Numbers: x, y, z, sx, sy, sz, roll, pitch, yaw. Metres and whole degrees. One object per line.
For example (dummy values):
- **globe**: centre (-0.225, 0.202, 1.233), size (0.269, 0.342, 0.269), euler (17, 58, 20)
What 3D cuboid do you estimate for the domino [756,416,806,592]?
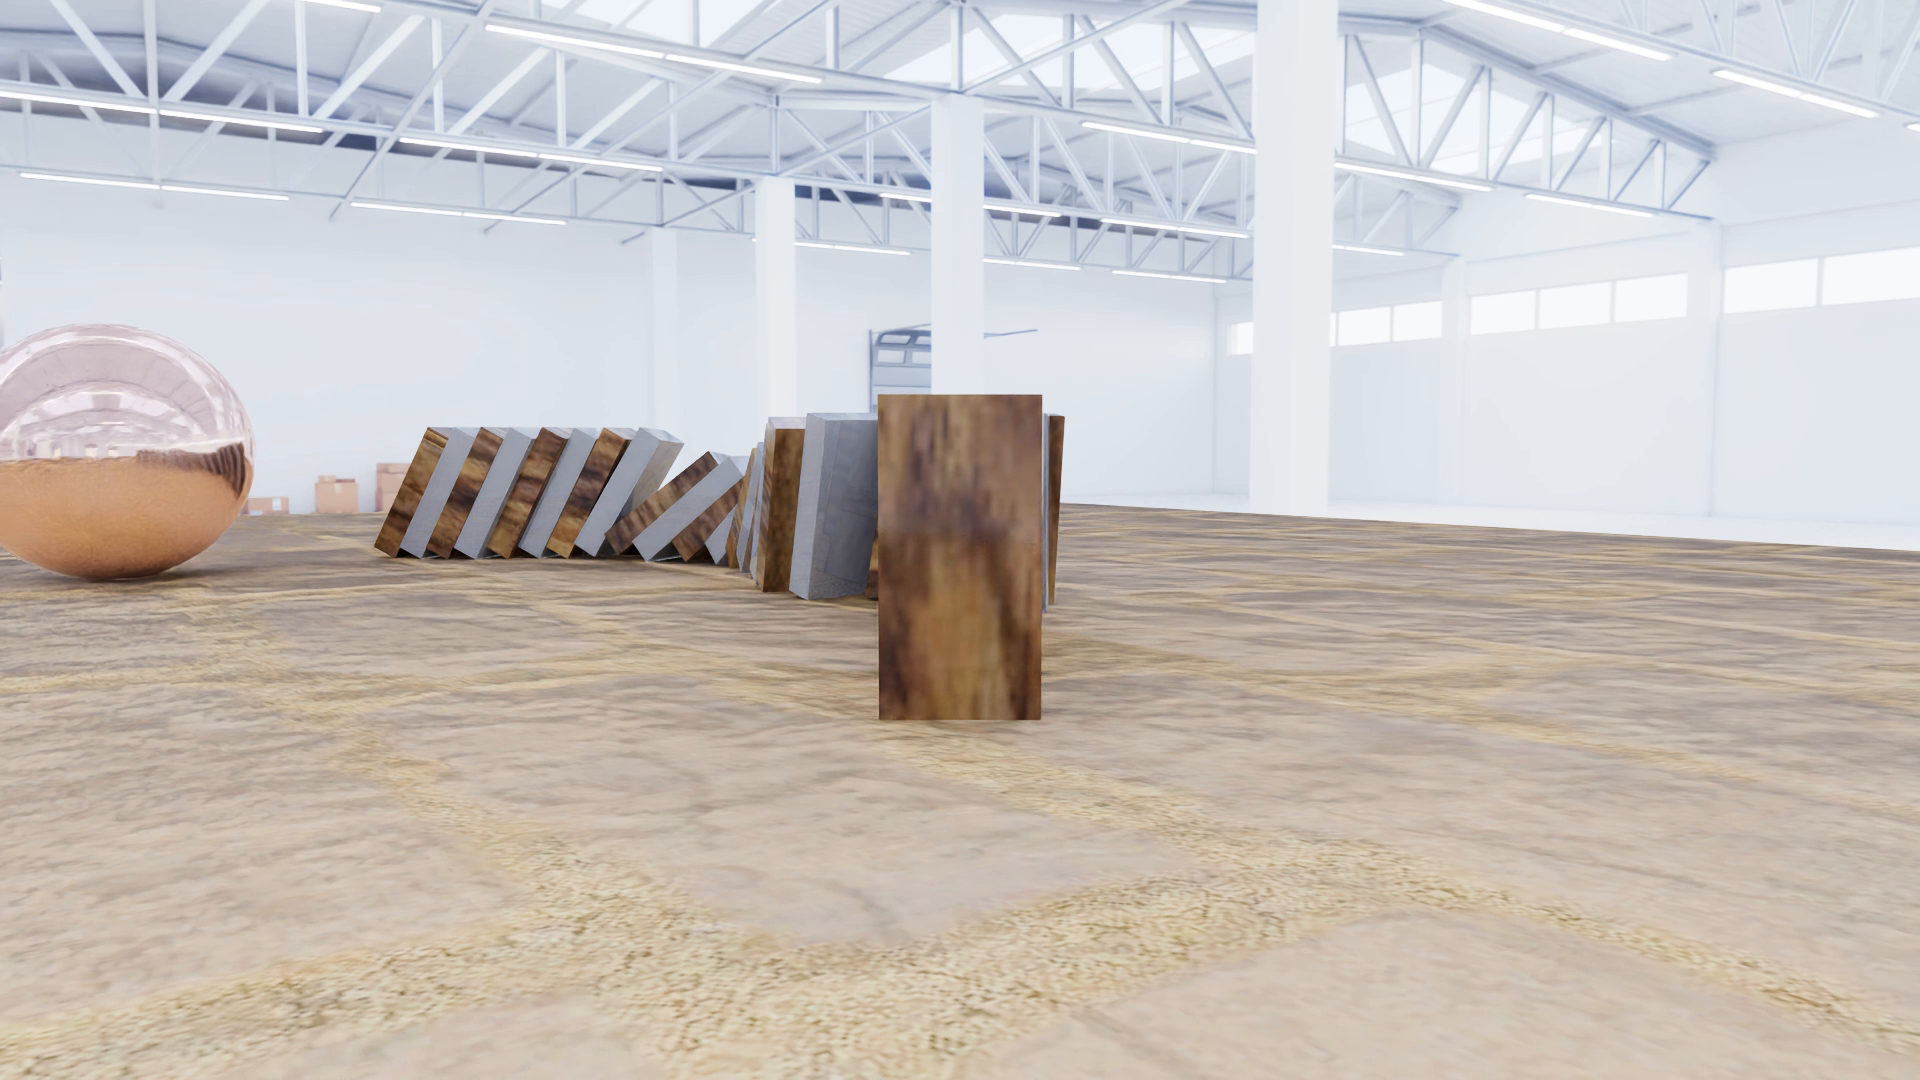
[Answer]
- **domino**: centre (-0.043, -0.010, 0.366), size (0.025, 0.050, 0.009), euler (-2, 26, -22)

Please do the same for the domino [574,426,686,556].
- **domino**: centre (-0.124, -0.018, 0.482), size (0.009, 0.050, 0.025), euler (32, 6, 6)

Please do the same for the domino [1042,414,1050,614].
- **domino**: centre (0.010, -0.007, 0.326), size (0.025, 0.050, 0.010), euler (1, 4, 7)

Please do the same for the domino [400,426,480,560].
- **domino**: centre (-0.191, -0.018, 0.484), size (0.009, 0.050, 0.025), euler (28, 7, 5)

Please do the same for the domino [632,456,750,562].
- **domino**: centre (-0.093, -0.012, 0.467), size (0.050, 0.010, 0.025), euler (-38, -8, 16)

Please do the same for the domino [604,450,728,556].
- **domino**: centre (-0.105, -0.013, 0.476), size (0.050, 0.009, 0.025), euler (-37, -7, 7)

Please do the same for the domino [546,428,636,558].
- **domino**: centre (-0.136, -0.018, 0.484), size (0.009, 0.050, 0.025), euler (29, 8, 6)

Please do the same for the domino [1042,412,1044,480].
- **domino**: centre (0.007, -0.006, 0.309), size (0.025, 0.050, 0.009), euler (1, 4, 11)

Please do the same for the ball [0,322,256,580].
- **ball**: centre (-0.266, -0.028, 0.401), size (0.080, 0.080, 0.080), euler (0, 4, 0)

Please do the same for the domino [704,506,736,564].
- **domino**: centre (-0.064, -0.011, 0.446), size (0.025, 0.009, 0.050), euler (-3, -35, -52)

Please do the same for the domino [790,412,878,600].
- **domino**: centre (-0.032, -0.010, 0.354), size (0.025, 0.050, 0.009), euler (-5, 19, -39)

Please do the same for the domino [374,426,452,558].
- **domino**: centre (-0.201, -0.018, 0.486), size (0.009, 0.050, 0.025), euler (28, 7, 5)

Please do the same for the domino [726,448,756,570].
- **domino**: centre (-0.061, -0.010, 0.426), size (0.025, 0.010, 0.050), euler (-2, -39, -25)

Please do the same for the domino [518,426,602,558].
- **domino**: centre (-0.147, -0.018, 0.485), size (0.009, 0.050, 0.025), euler (28, 8, 6)

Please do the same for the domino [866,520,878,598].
- **domino**: centre (-0.015, -0.010, 0.356), size (0.009, 0.050, 0.025), euler (10, 6, 11)

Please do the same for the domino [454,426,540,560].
- **domino**: centre (-0.169, -0.018, 0.481), size (0.009, 0.050, 0.025), euler (28, 7, 5)

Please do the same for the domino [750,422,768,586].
- **domino**: centre (-0.047, -0.010, 0.380), size (0.025, 0.050, 0.009), euler (-2, 33, -22)

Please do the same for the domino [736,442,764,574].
- **domino**: centre (-0.055, -0.010, 0.411), size (0.025, 0.050, 0.009), euler (-2, 47, -22)

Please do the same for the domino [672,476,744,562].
- **domino**: centre (-0.077, -0.011, 0.460), size (0.050, 0.009, 0.025), euler (-39, -11, 17)

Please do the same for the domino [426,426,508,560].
- **domino**: centre (-0.180, -0.018, 0.482), size (0.009, 0.050, 0.025), euler (28, 7, 5)

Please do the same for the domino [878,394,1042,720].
- **domino**: centre (0.000, 0.002, 0.201), size (0.025, 0.050, 0.009), euler (0, 4, 0)

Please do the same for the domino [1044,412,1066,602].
- **domino**: centre (0.013, -0.009, 0.342), size (0.025, 0.050, 0.010), euler (1, 10, -13)

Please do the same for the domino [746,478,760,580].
- **domino**: centre (-0.050, -0.010, 0.396), size (0.025, 0.050, 0.009), euler (-2, 42, -22)

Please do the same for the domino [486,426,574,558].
- **domino**: centre (-0.158, -0.018, 0.483), size (0.009, 0.050, 0.025), euler (28, 8, 5)
